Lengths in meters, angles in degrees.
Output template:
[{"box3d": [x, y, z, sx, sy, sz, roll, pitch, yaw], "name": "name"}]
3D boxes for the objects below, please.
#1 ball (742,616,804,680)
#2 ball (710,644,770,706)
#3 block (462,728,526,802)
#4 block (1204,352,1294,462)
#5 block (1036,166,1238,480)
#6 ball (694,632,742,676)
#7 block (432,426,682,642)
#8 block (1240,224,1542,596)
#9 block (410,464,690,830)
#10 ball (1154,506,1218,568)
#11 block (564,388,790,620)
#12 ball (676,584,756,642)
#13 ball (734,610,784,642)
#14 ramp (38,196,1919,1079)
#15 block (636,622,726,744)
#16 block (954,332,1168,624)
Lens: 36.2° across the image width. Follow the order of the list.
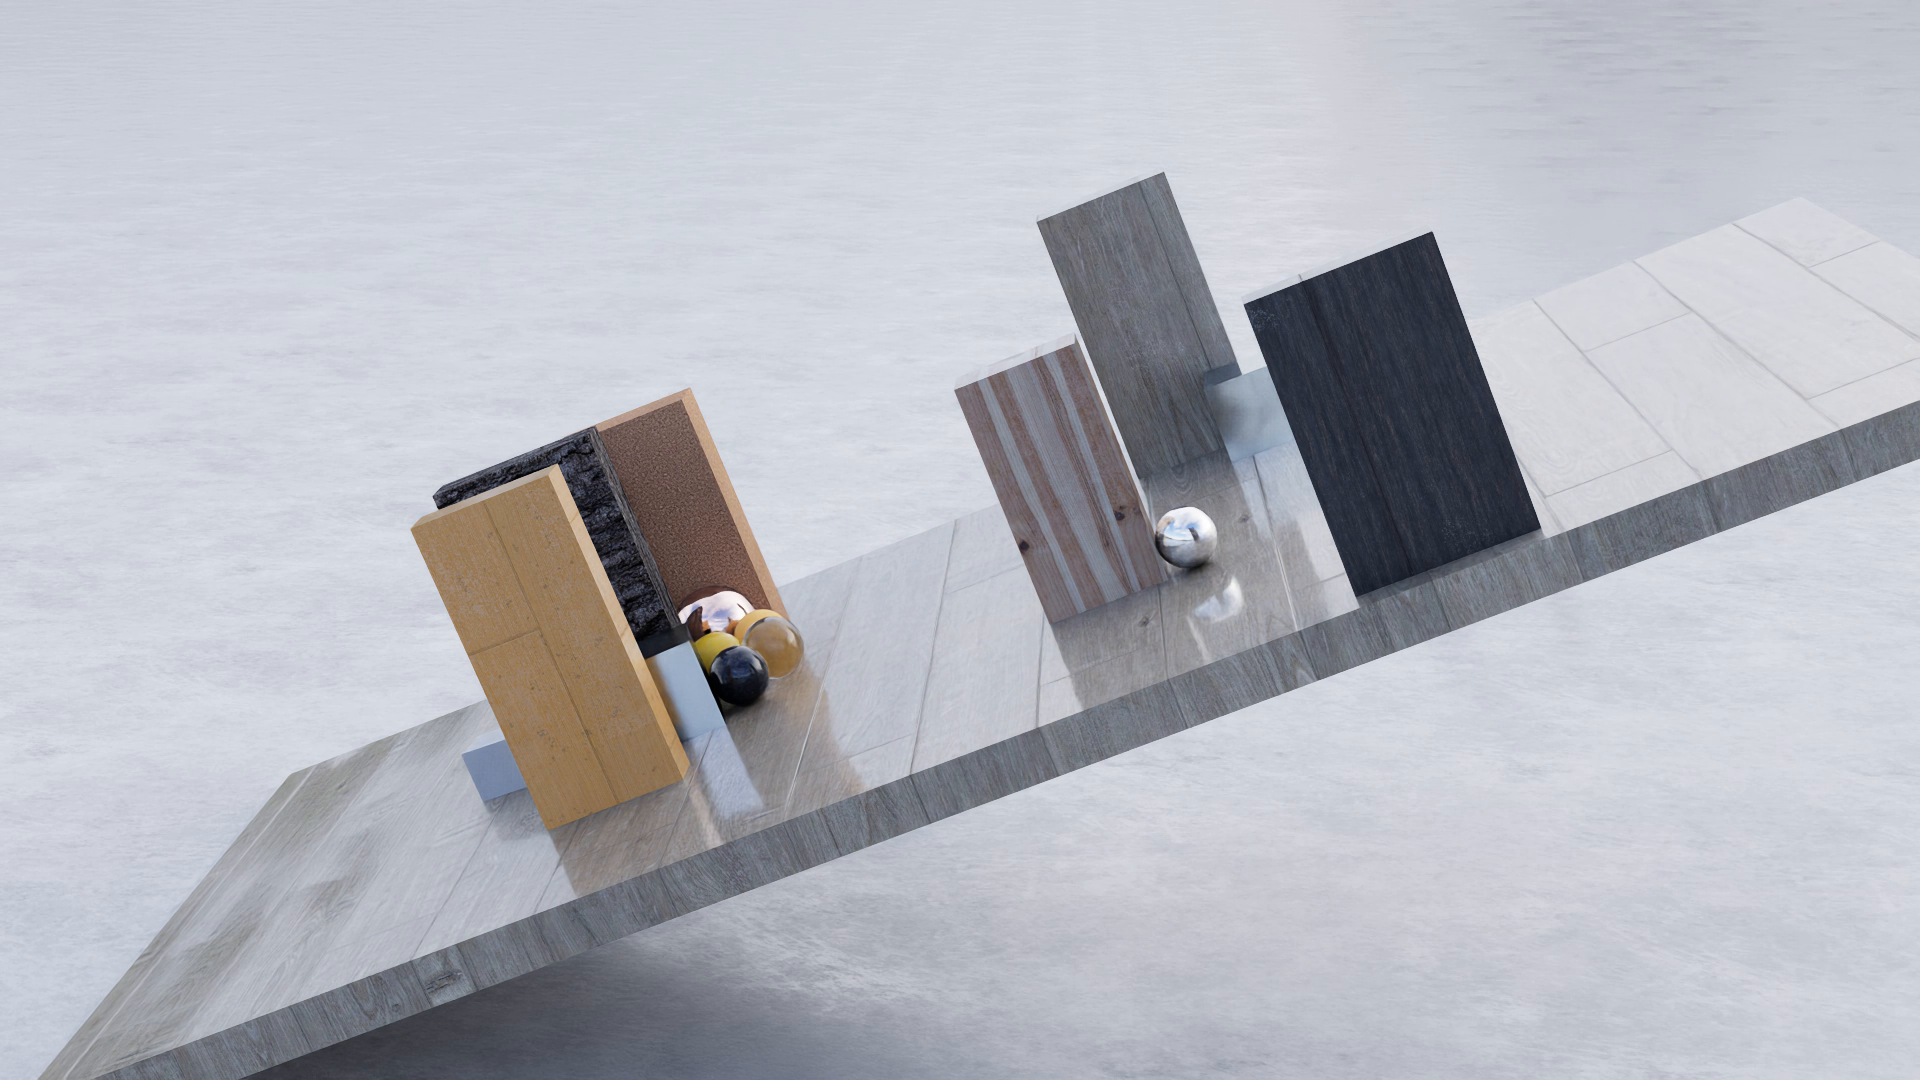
[{"box3d": [-0.408, 0.235, 6.409, 0.137, 0.137, 0.137, 0, 14, 0], "name": "ball"}, {"box3d": [-0.473, 0.289, 6.307, 0.129, 0.129, 0.129, 0, 14, 0], "name": "ball"}, {"box3d": [-0.999, 0.483, 6.439, 0.116, 0.116, 0.116, -19, 12, 16], "name": "block"}, {"box3d": [0.677, -0.312, 6.734, 0.182, 0.182, 0.182, -20, 12, 11], "name": "block"}, {"box3d": [0.444, -0.505, 6.860, 0.314, 0.652, 0.114, -21, 12, 7], "name": "block"}, {"box3d": [-0.530, 0.272, 6.460, 0.140, 0.140, 0.140, 0, 14, 0], "name": "ball"}, {"box3d": [-0.857, 0.117, 6.509, 0.372, 0.643, 0.108, -21, 12, 7], "name": "block"}, {"box3d": [0.770, -0.228, 5.255, 0.352, 0.573, 0.086, -21, 12, 7], "name": "block"}, {"box3d": [-0.821, 0.218, 5.925, 0.301, 0.676, 0.105, -21, 12, 7], "name": "block"}, {"box3d": [0.456, -0.006, 5.928, 0.126, 0.126, 0.126, 0, 14, 0], "name": "ball"}, {"box3d": [-0.661, -0.007, 6.796, 0.319, 0.602, 0.149, -21, 12, 7], "name": "block"}, {"box3d": [-0.552, 0.201, 6.663, 0.199, 0.199, 0.199, 0, 14, 0], "name": "ball"}, {"box3d": [-0.438, 0.219, 6.545, 0.131, 0.131, 0.131, 0, 14, 0], "name": "ball"}, {"box3d": [0.124, 0.173, 6.291, 4.000, 0.100, 2.000, -21, 12, 7], "name": "ramp"}, {"box3d": [-0.635, 0.323, 6.289, 0.197, 0.197, 0.197, -23, 12, -3], "name": "block"}, {"box3d": [0.206, -0.125, 5.950, 0.257, 0.519, 0.134, -21, 12, 7], "name": "block"}]
